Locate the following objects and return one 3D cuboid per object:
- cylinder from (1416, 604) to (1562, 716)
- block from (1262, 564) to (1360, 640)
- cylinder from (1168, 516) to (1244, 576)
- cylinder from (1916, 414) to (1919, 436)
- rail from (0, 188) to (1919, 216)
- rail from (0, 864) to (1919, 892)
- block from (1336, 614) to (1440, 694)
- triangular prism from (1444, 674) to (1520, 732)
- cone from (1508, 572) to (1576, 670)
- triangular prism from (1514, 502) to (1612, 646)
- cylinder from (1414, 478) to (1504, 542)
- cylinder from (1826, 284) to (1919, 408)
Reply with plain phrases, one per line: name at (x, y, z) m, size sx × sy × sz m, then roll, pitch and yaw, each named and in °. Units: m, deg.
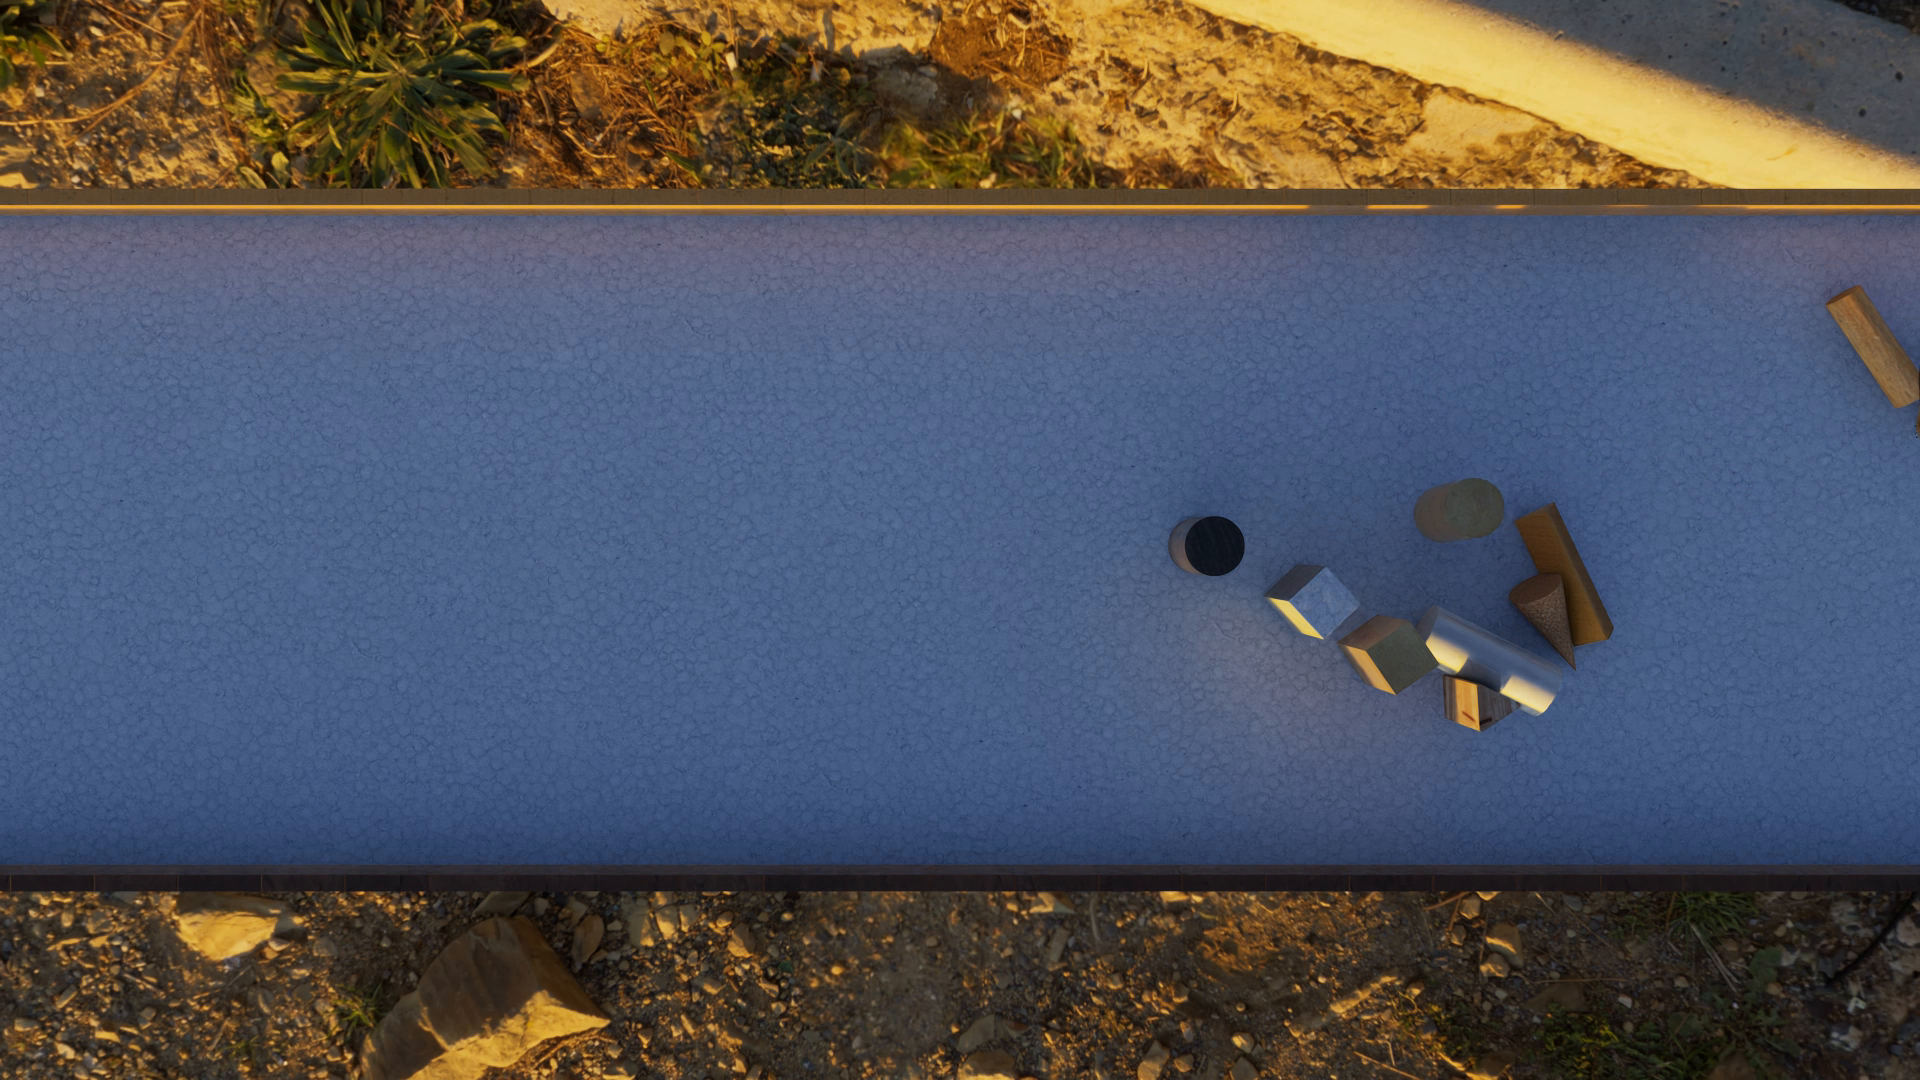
cylinder at (1.589, 0.365, 4.992) m, size 0.416 × 0.170 × 0.170 m, roll 27°, pitch 90°, yaw 0°
block at (1.034, 0.178, 4.876) m, size 0.147 × 0.400 × 0.147 m, roll -43°, pitch 90°, yaw 0°
cylinder at (0.726, 0.018, 4.888) m, size 0.172 × 0.377 × 0.172 m, roll 0°, pitch 90°, yaw 0°
cylinder at (3.136, -0.345, 5.017) m, size 0.384 × 0.119 × 0.119 m, roll 4°, pitch 90°, yaw 0°
rail at (-2.247, -1.025, 5.002) m, size 12.000 × 0.150 × 0.050 m, roll 0°, pitch 90°, yaw 0°
rail at (-2.247, 1.025, 5.001) m, size 12.000 × 0.150 × 0.050 m, roll 0°, pitch 90°, yaw 0°
block at (1.264, 0.336, 4.892) m, size 0.153 × 0.369 × 0.153 m, roll -35°, pitch 90°, yaw 0°
triangular prism at (1.521, 0.463, 4.907) m, size 0.138 × 0.340 × 0.119 m, roll -34°, pitch 90°, yaw 0°
cone at (1.820, 0.276, 5.037) m, size 0.165 × 0.165 × 0.314 m, roll -31°, pitch 105°, yaw 0°
triangular prism at (1.857, 0.106, 5.016) m, size 0.133 × 0.115 × 0.428 m, roll -25°, pitch 90°, yaw 0°
cylinder at (1.484, -0.086, 4.914) m, size 0.175 × 0.319 × 0.175 m, roll 0°, pitch 88°, yaw 0°
cylinder at (2.794, -0.589, 5.022) m, size 0.109 × 0.109 × 0.378 m, roll -34°, pitch 90°, yaw 0°
